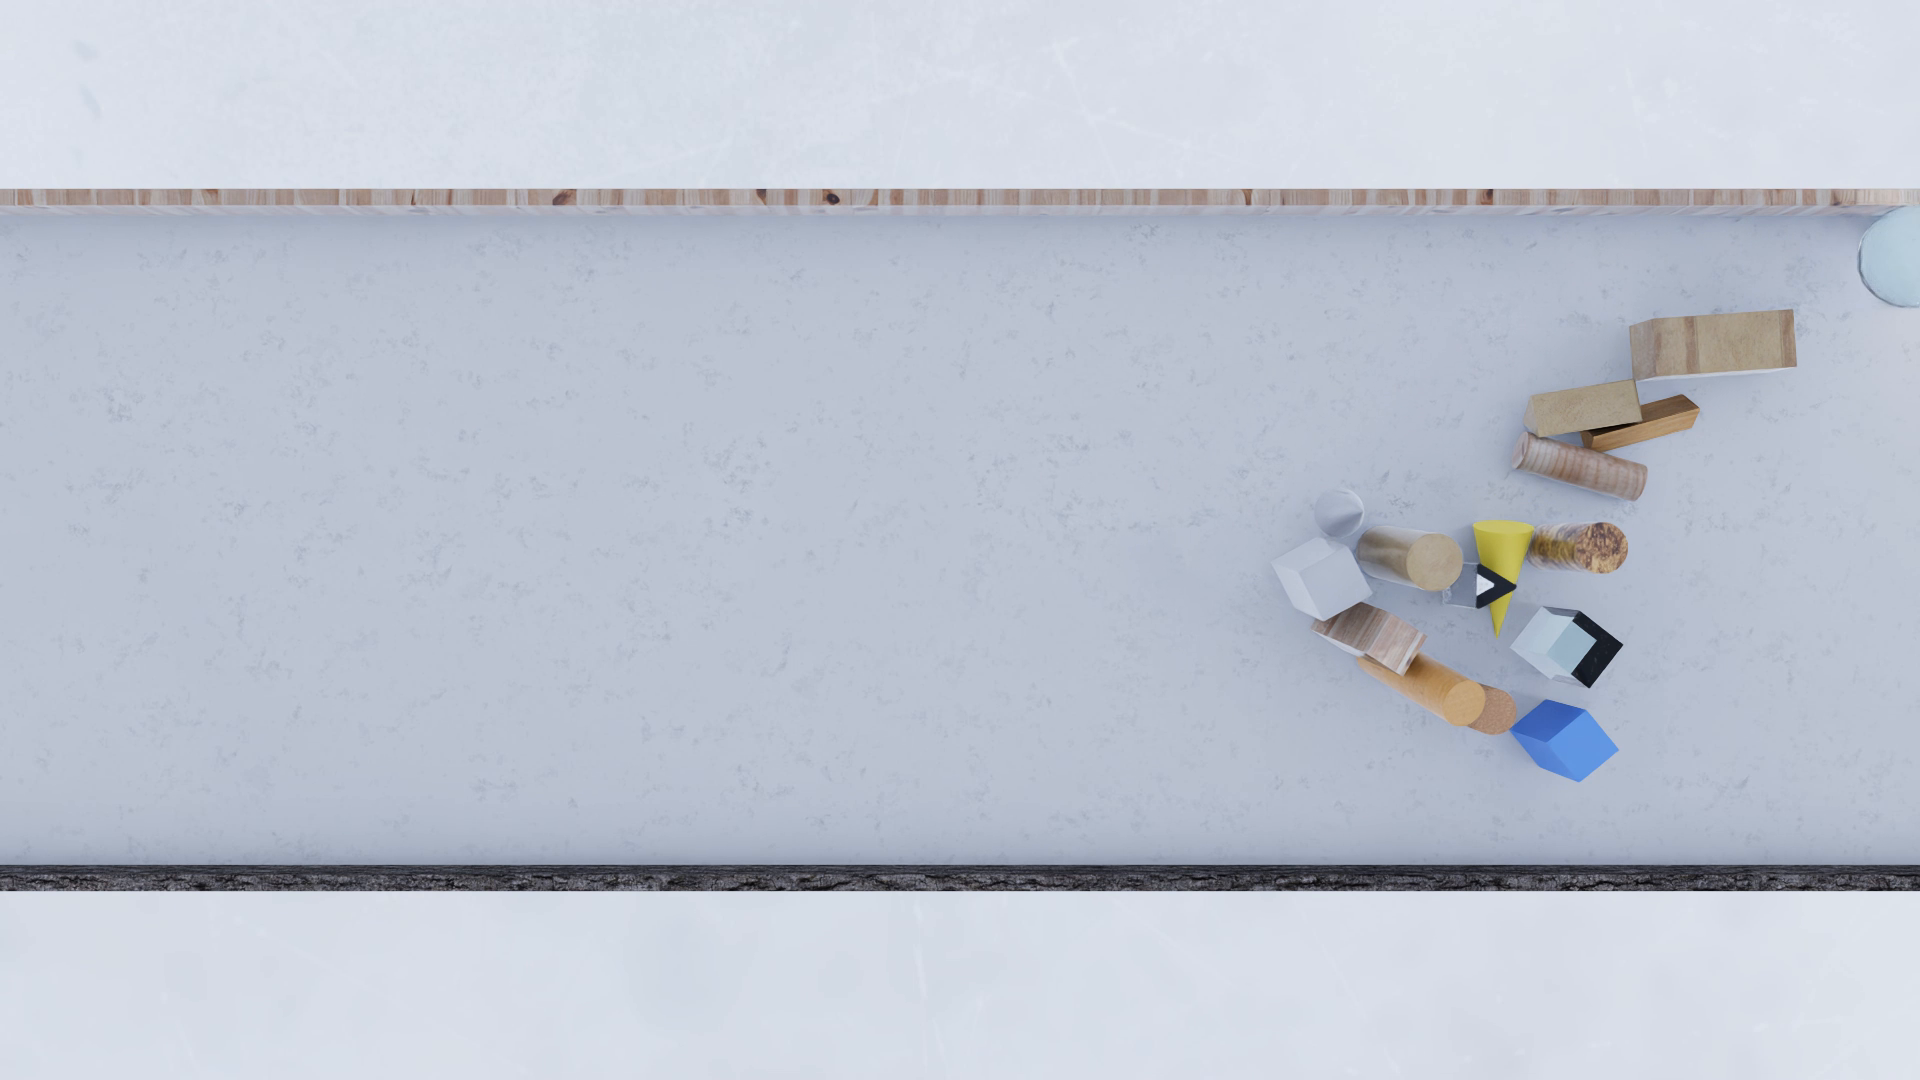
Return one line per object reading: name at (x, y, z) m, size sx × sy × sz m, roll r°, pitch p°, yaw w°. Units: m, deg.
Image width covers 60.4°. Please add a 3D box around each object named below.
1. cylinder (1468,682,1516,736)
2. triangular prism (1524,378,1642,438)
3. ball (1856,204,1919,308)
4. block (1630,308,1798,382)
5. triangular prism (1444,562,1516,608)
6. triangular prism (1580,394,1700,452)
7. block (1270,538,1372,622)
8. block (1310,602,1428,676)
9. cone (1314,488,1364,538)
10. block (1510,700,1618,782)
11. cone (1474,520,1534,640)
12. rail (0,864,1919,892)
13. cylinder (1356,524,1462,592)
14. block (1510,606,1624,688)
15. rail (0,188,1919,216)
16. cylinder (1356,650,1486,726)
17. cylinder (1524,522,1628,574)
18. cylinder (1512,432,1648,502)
cylinder at (1.514, 0.485, 4.889) m, size 0.133 × 0.367 × 0.133 m, roll 0°, pitch 92°, yaw -3°
triangular prism at (1.890, -0.380, 4.993) m, size 0.316 × 0.128 × 0.111 m, roll -9°, pitch 55°, yaw 0°
ball at (2.849, -0.847, 4.923) m, size 0.307 × 0.307 × 0.307 m, roll 0°, pitch 90°, yaw 0°
block at (2.275, -0.587, 4.990) m, size 0.419 × 0.173 × 0.173 m, roll -4°, pitch 90°, yaw 0°
triangular prism at (1.519, 0.117, 4.910) m, size 0.130 × 0.332 × 0.113 m, roll -29°, pitch 90°, yaw 0°
triangular prism at (2.075, -0.353, 5.028) m, size 0.333 × 0.092 × 0.106 m, roll -15°, pitch 90°, yaw 0°
block at (1.069, 0.112, 4.896) m, size 0.161 × 0.349 × 0.161 m, roll -28°, pitch 95°, yaw 0°
block at (1.201, 0.273, 4.873) m, size 0.135 × 0.387 × 0.135 m, roll 31°, pitch 90°, yaw -14°
cone at (1.167, -0.084, 4.922) m, size 0.154 × 0.309 × 0.154 m, roll 0°, pitch 90°, yaw 0°
block at (1.794, 0.594, 4.912) m, size 0.149 × 0.328 × 0.149 m, roll -39°, pitch 90°, yaw 0°
cone at (1.648, 0.135, 5.033) m, size 0.178 × 0.178 × 0.361 m, roll -1°, pitch 104°, yaw 0°
rail at (-2.247, 1.025, 5.001) m, size 12.000 × 0.150 × 0.050 m, roll 0°, pitch 90°, yaw 0°
cylinder at (1.318, 0.049, 4.858) m, size 0.165 × 0.421 × 0.165 m, roll 0°, pitch 94°, yaw -6°
block at (1.805, 0.317, 4.922) m, size 0.162 × 0.310 × 0.162 m, roll 38°, pitch 90°, yaw 0°
rail at (-2.247, -1.025, 5.002) m, size 12.000 × 0.150 × 0.050 m, roll 0°, pitch 90°, yaw 0°
cylinder at (1.345, 0.401, 4.840) m, size 0.137 × 0.457 × 0.137 m, roll -5°, pitch 106°, yaw -18°
cylinder at (1.802, 0.023, 4.851) m, size 0.145 × 0.451 × 0.145 m, roll 0°, pitch 90°, yaw 0°
cylinder at (1.883, -0.223, 5.018) m, size 0.374 × 0.118 × 0.118 m, roll 16°, pitch 90°, yaw 0°
